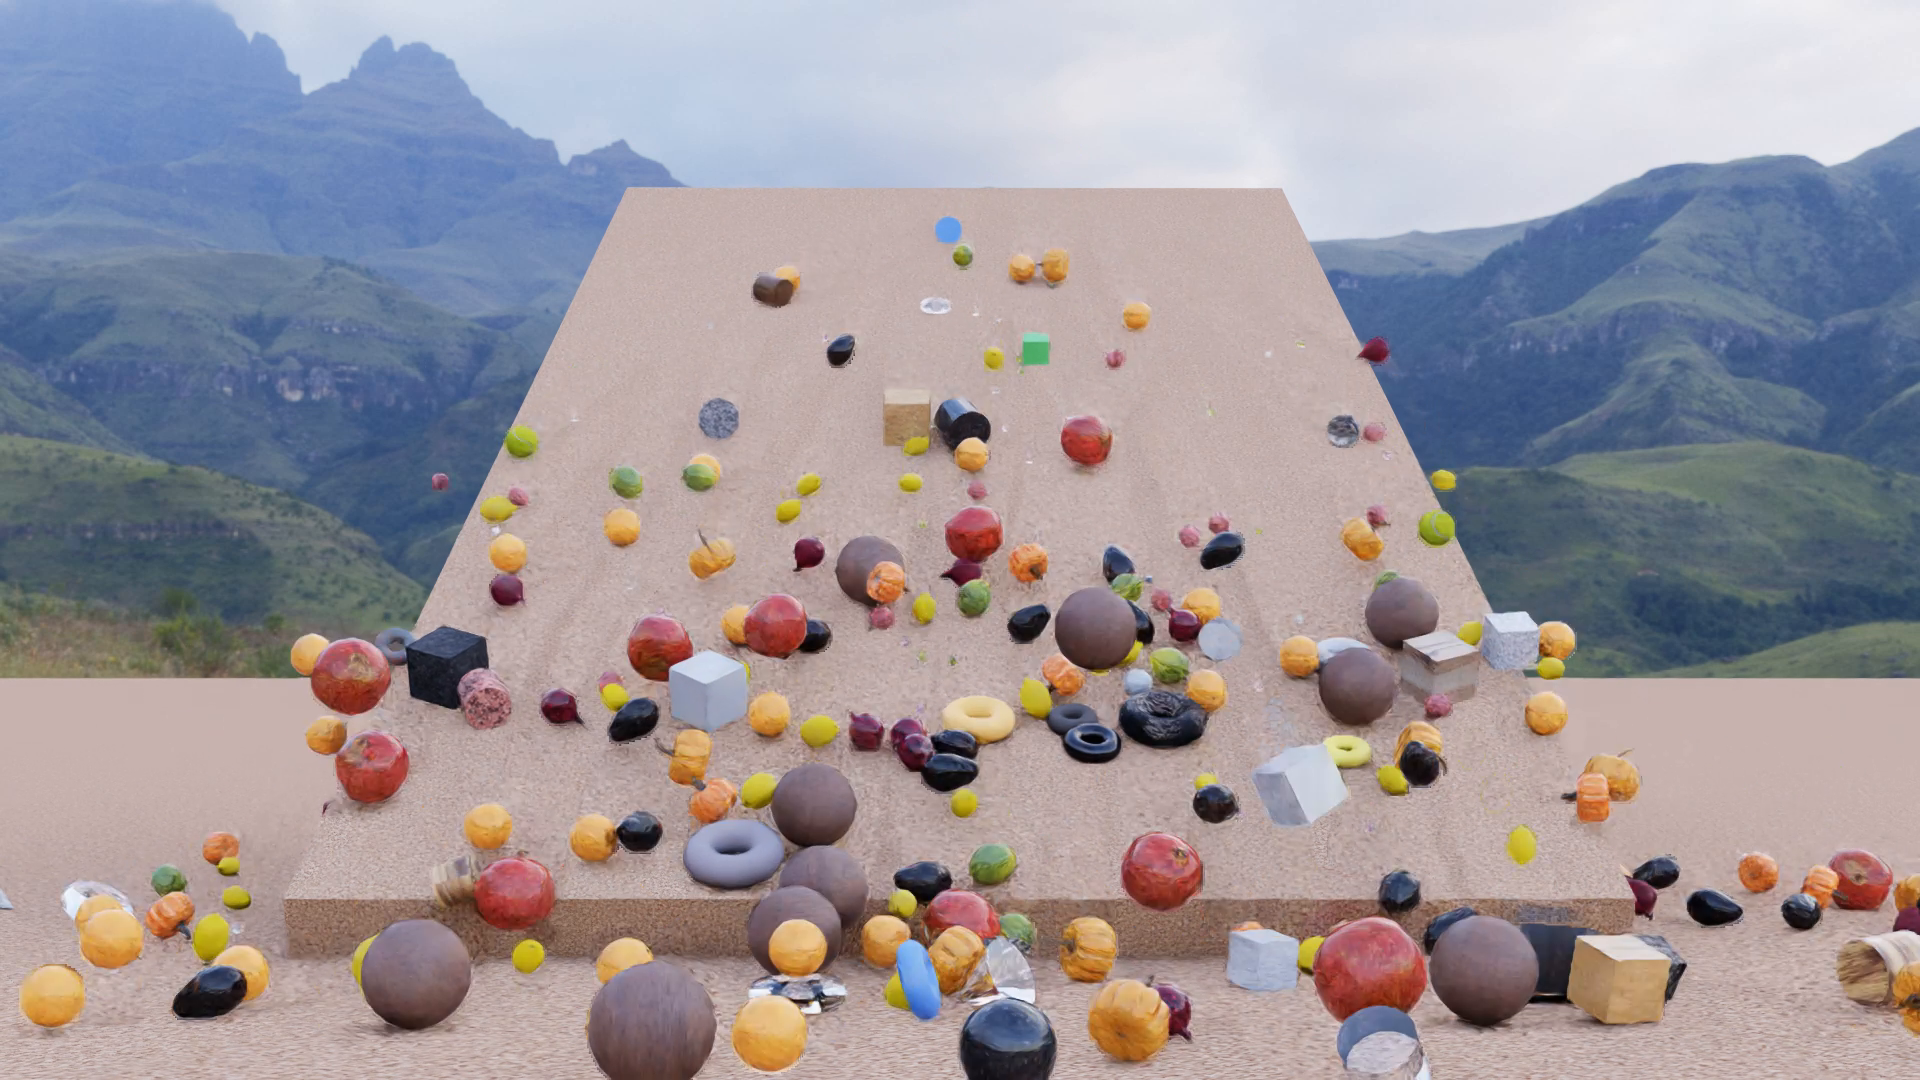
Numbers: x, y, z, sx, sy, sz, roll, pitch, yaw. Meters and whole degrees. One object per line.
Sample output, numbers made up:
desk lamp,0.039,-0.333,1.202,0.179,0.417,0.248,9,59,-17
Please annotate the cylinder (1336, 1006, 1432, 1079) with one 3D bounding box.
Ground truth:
cylinder,0.400,0.493,2.188,0.076,0.076,0.076,-2,-46,25

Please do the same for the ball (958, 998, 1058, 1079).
ball,0.048,0.506,2.310,0.099,0.099,0.099,0,-3,0

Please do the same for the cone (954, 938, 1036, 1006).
cone,0.029,0.570,2.951,0.096,0.096,0.096,-32,-19,27

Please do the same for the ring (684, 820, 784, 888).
ring,-0.340,0.472,3.499,0.150,0.050,0.150,0,25,0

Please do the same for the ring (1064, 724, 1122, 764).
ring,0.219,0.335,3.834,0.098,0.033,0.098,2,27,-1

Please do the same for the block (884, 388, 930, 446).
block,-0.116,-0.271,5.134,0.099,0.099,0.099,0,24,0

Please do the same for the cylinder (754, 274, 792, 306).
cylinder,-0.486,-0.649,6.025,0.073,0.073,0.073,17,7,34

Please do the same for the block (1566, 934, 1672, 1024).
block,0.801,0.534,2.826,0.080,0.080,0.080,2,11,-22

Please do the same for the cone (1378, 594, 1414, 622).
cone,0.821,0.121,4.328,0.067,0.067,0.067,-1,17,23

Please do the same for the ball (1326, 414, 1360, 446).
ball,0.843,-0.241,5.106,0.070,0.070,0.070,0,-3,0

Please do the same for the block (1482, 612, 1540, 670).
block,0.981,0.181,4.138,0.076,0.076,0.076,-3,24,-7

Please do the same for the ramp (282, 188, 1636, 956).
ramp,-0.008,-0.227,5.282,2.000,0.100,4.000,0,24,0

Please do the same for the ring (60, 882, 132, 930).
ring,-1.437,0.608,3.864,0.118,0.039,0.118,25,9,-4

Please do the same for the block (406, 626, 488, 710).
block,-0.884,0.220,4.012,0.097,0.097,0.097,13,27,27

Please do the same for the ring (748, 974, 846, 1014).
ring,-0.204,0.570,2.918,0.123,0.041,0.123,-1,-4,0

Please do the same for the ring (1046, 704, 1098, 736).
ring,0.190,0.303,3.913,0.087,0.029,0.087,-1,23,0

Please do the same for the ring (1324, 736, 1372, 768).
ring,0.634,0.347,3.816,0.084,0.028,0.084,0,23,0

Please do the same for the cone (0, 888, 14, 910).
cone,-1.719,0.648,4.158,0.057,0.057,0.057,27,-2,2

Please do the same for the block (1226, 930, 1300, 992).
block,0.406,0.564,3.117,0.066,0.066,0.066,2,4,-31

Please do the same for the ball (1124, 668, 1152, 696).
ball,0.307,0.248,4.013,0.051,0.051,0.051,0,-3,0

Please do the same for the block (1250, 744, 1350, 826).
block,0.503,0.363,3.436,0.086,0.086,0.086,-30,6,-29

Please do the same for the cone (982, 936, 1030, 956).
cone,0.059,0.571,3.097,0.065,0.065,0.065,5,-28,3

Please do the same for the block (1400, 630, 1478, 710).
block,0.829,0.224,4.019,0.091,0.091,0.091,-12,26,-25

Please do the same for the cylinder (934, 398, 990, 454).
cylinder,0.006,-0.252,5.094,0.097,0.097,0.097,1,22,-21

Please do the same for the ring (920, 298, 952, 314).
ring,-0.062,-0.603,5.982,0.080,0.027,0.080,1,23,0

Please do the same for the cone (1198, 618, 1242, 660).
cone,0.470,0.170,4.179,0.078,0.078,0.078,0,10,8

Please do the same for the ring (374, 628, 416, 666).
ring,-0.996,0.189,4.097,0.075,0.075,0.025,1,-33,-12

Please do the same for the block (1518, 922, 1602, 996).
block,0.778,0.545,3.010,0.085,0.085,0.085,0,-12,28

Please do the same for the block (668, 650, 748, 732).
block,-0.427,0.256,3.939,0.092,0.092,0.092,19,30,37

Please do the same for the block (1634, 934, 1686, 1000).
block,0.888,0.554,3.000,0.060,0.060,0.060,1,29,-24

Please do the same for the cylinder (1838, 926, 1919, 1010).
cylinder,1.174,0.542,2.941,0.083,0.083,0.083,-14,4,-31

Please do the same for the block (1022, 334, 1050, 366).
block,0.183,-0.460,5.614,0.061,0.061,0.061,-1,24,-2

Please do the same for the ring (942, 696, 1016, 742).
ring,0.031,0.301,3.902,0.124,0.041,0.124,1,23,-1

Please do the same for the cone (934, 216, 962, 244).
cone,-0.031,-0.871,6.582,0.077,0.077,0.077,0,-3,2

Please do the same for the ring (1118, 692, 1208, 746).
ring,0.340,0.300,3.897,0.149,0.050,0.149,1,23,-1

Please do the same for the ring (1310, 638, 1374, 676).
ring,0.678,0.208,4.122,0.111,0.037,0.111,-1,23,0
